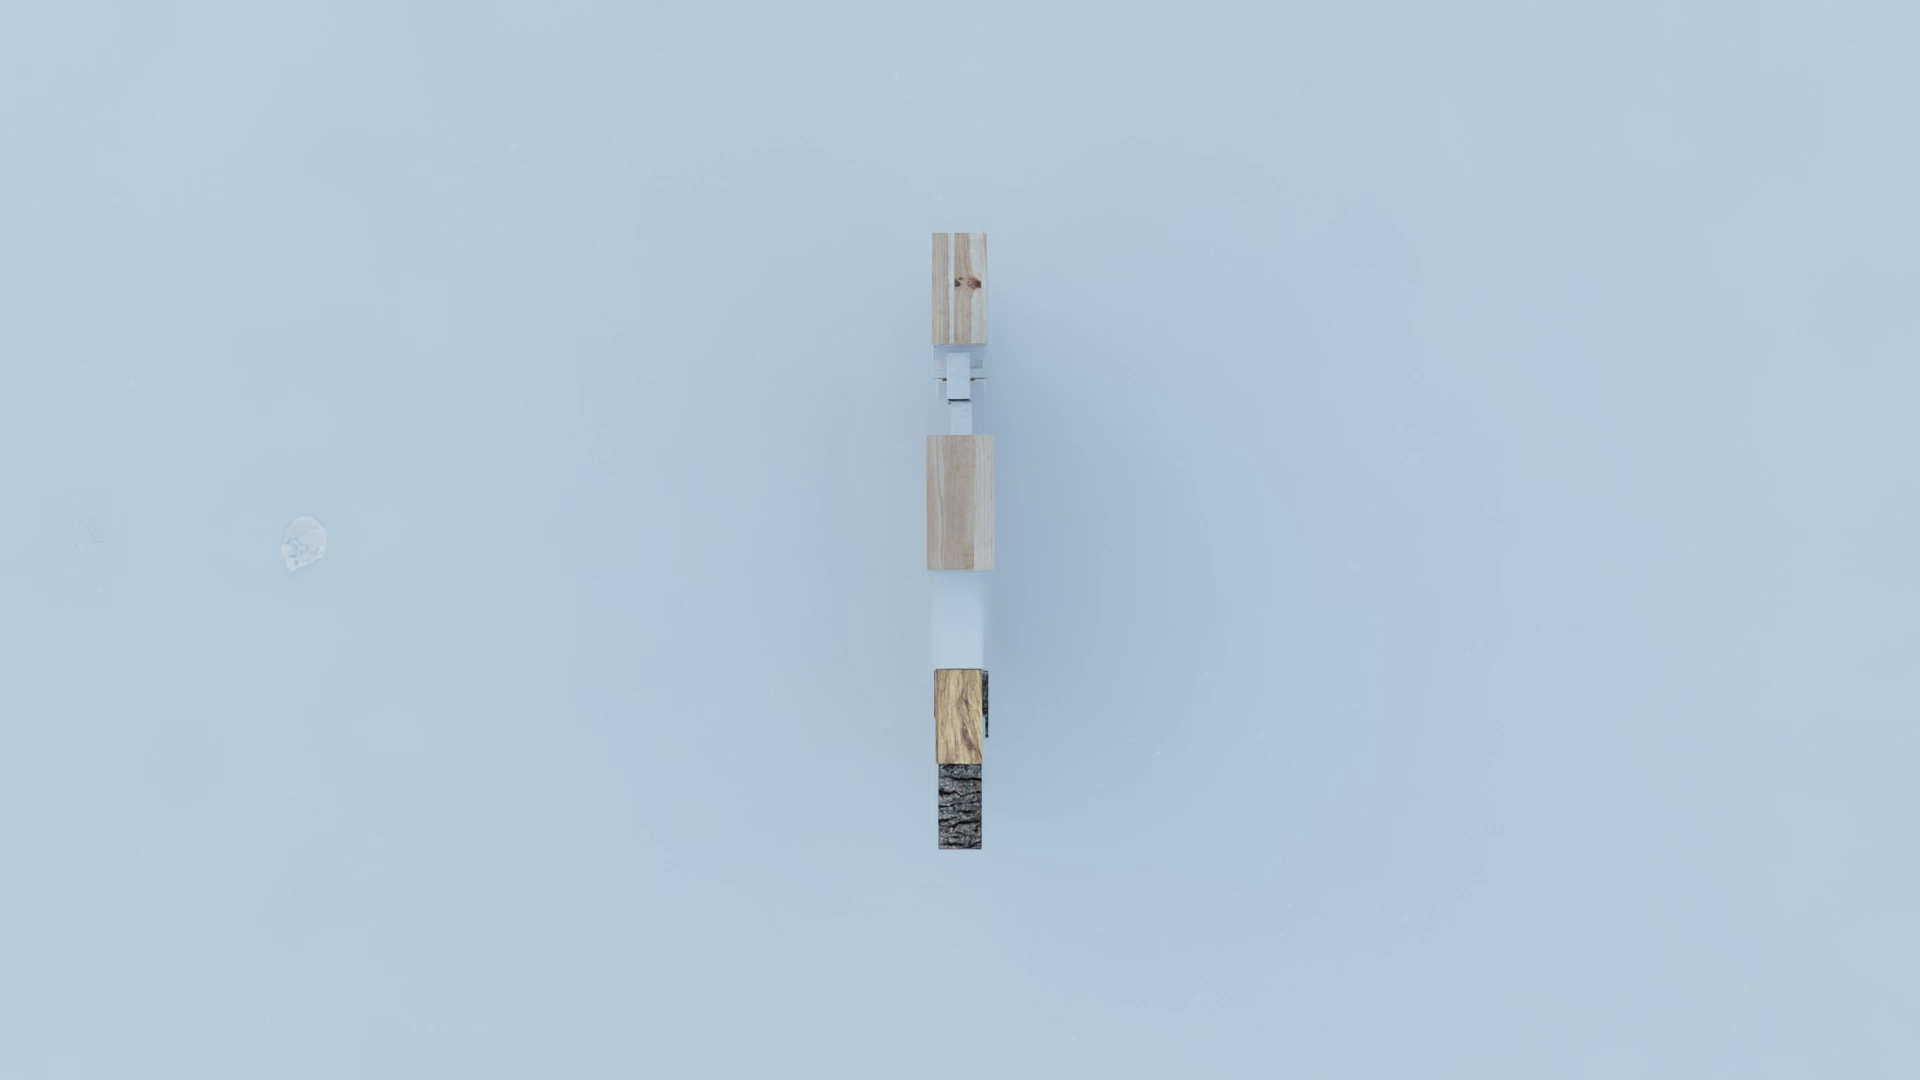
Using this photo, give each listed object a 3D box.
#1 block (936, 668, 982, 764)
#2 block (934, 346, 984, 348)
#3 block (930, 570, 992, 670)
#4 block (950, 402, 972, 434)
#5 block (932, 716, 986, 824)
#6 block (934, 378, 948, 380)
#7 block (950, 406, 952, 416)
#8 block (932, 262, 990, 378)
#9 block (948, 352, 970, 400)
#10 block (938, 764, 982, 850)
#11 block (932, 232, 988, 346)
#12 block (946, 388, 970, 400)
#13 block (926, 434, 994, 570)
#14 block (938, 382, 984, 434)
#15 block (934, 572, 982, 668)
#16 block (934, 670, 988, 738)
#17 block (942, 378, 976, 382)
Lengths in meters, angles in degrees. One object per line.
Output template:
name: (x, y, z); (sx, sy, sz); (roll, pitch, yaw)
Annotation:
block: (-0.004, 0.475, 4.447); (0.126, 0.036, 0.252); (0, 90, 0)
block: (-0.002, -0.590, 4.717); (0.152, 0.303, 0.043); (0, 90, 0)
block: (0.003, 0.200, 4.742); (0.174, 0.049, 0.348); (0, 90, 0)
block: (0.004, -0.342, 4.813); (0.059, 0.017, 0.119); (1, 90, 0)
block: (-0.004, 0.668, 4.785); (0.154, 0.044, 0.308); (0, 90, 0)
block: (0.004, -0.537, 5.088); (0.171, 0.341, 0.048); (0, 90, 0)
block: (0.001, -0.380, 4.881); (0.059, 0.119, 0.017); (0, 89, 0)
block: (0.004, -0.651, 4.893); (0.171, 0.048, 0.341); (0, 90, 0)
block: (-0.004, -0.470, 4.729); (0.065, 0.018, 0.131); (0, 90, 1)
block: (0.000, 0.724, 4.509); (0.119, 0.034, 0.238); (0, 90, 0)
block: (-0.002, -0.691, 4.544); (0.152, 0.043, 0.303); (0, 90, 0)
block: (-0.005, -0.426, 4.839); (0.065, 0.202, 0.018); (0, 90, 1)
block: (0.001, -0.098, 4.337); (0.177, 0.050, 0.355); (0, 90, 0)
block: (0.004, -0.337, 4.961); (0.139, 0.039, 0.278); (0, 90, 0)
block: (-0.005, 0.214, 4.439); (0.130, 0.037, 0.259); (0, 90, 0)
block: (0.004, 0.444, 5.139); (0.169, 0.048, 0.337); (0, 90, 0)
block: (-0.004, -0.507, 5.274); (0.106, 0.030, 0.212); (0, 90, 0)
